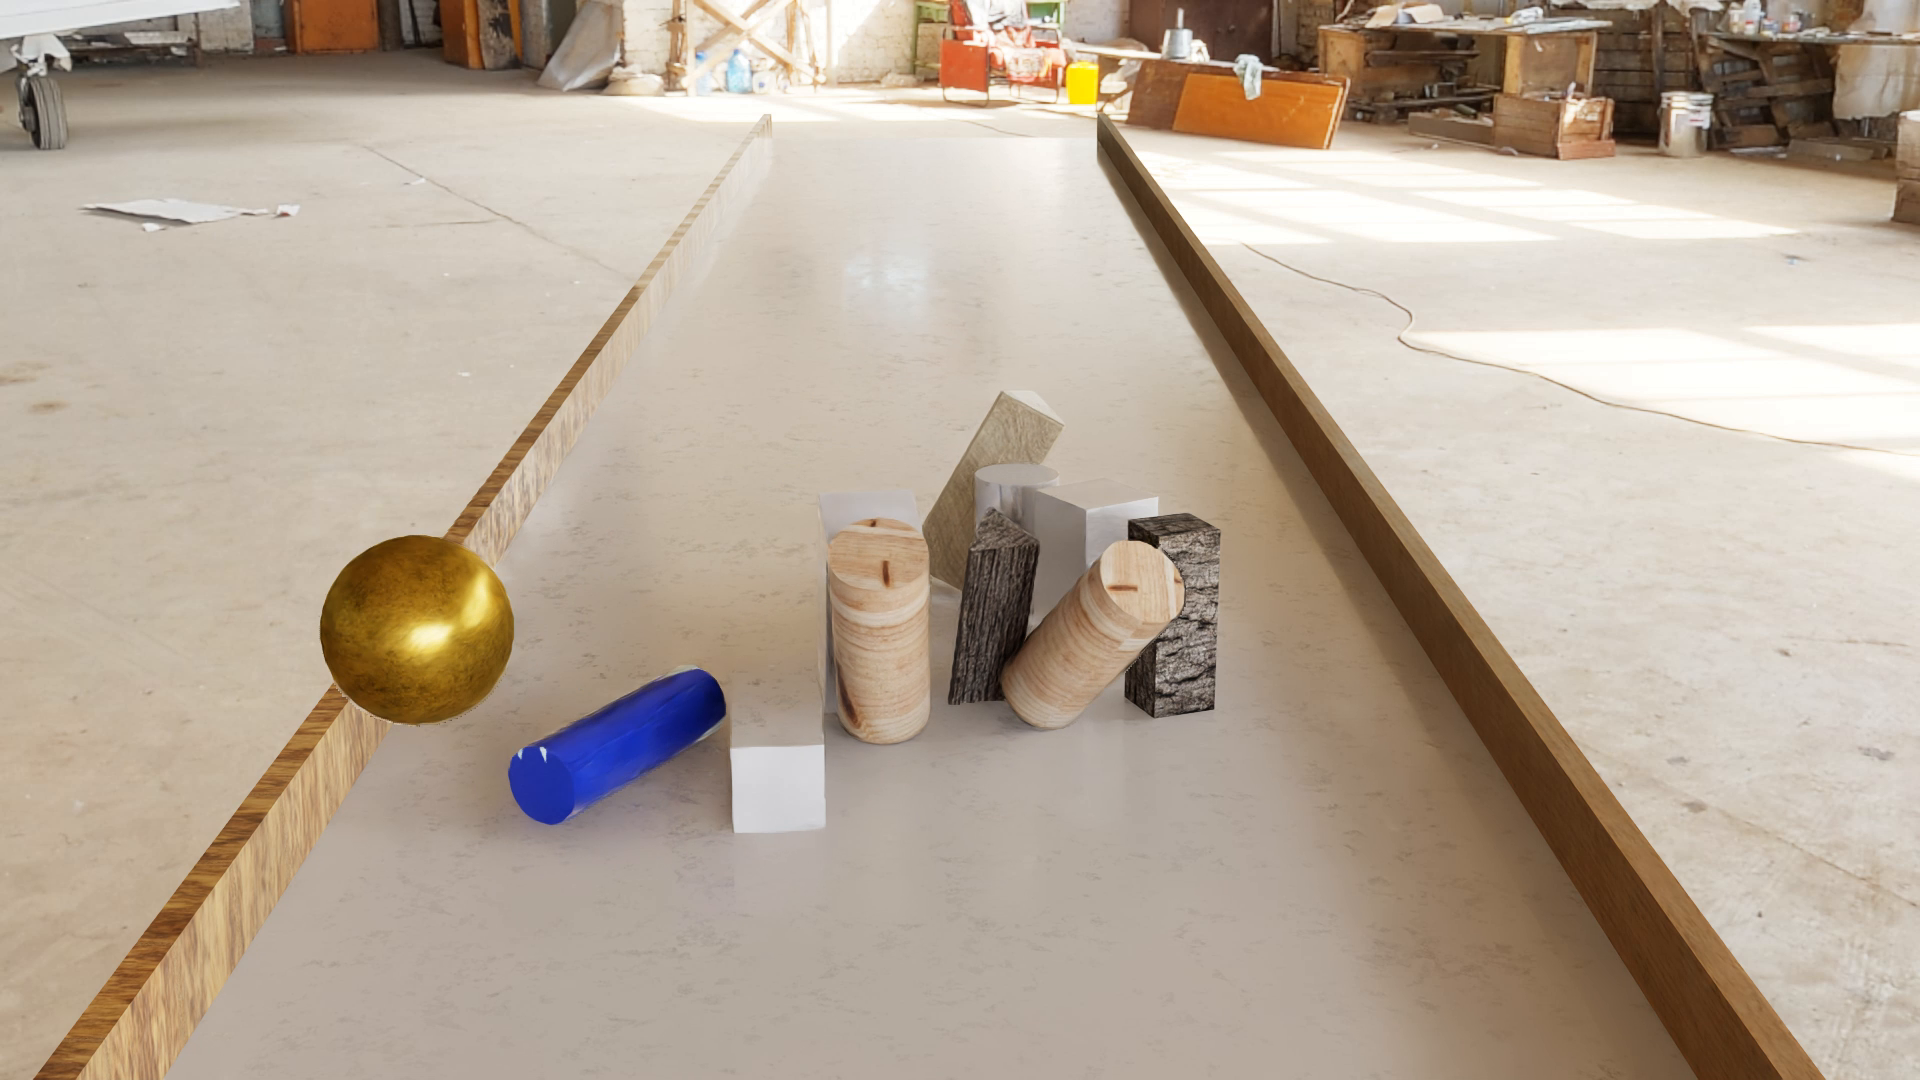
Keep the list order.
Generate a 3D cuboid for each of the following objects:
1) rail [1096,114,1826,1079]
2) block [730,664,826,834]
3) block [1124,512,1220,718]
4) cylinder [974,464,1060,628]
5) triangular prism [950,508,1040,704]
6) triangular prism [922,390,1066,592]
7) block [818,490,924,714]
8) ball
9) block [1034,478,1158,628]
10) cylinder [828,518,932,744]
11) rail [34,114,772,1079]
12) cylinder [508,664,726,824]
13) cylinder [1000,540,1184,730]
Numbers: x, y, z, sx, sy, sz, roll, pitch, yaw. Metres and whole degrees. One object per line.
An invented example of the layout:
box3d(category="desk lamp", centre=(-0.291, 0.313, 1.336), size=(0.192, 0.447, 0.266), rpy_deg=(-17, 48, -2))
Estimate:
box3d(category="rail", centre=(0.932, -0.844, 7.801), size=(0.050, 0.150, 12.000), rpy_deg=(0, 17, -1))
box3d(category="block", centre=(-0.314, 0.353, 3.776), size=(0.151, 0.151, 0.388), rpy_deg=(-1, 17, -5))
box3d(category="block", centre=(0.398, 0.141, 4.134), size=(0.127, 0.353, 0.127), rpy_deg=(-7, 18, -21))
box3d(category="cylinder", centre=(0.119, 0.011, 4.643), size=(0.177, 0.312, 0.177), rpy_deg=(0, 17, 0))
box3d(category="triangular prism", centre=(0.049, 0.122, 4.106), size=(0.132, 0.388, 0.114), rpy_deg=(-5, 42, -14))
box3d(category="triangular prism", centre=(0.052, -0.124, 4.822), size=(0.156, 0.440, 0.135), rpy_deg=(28, 18, -9))
box3d(category="block", centre=(-0.171, 0.115, 4.113), size=(0.175, 0.379, 0.175), rpy_deg=(-2, 33, -8))
box3d(category="ball", centre=(-0.909, 0.150, 3.687), size=(0.317, 0.317, 0.317), rpy_deg=(0, 17, 0))
box3d(category="block", centre=(0.270, 0.069, 4.406), size=(0.174, 0.336, 0.174), rpy_deg=(-10, 20, -31))
box3d(category="cylinder", centre=(-0.139, 0.166, 3.889), size=(0.172, 0.413, 0.172), rpy_deg=(0, 46, 0))
box3d(category="rail", centre=(-1.118, -0.838, 7.780), size=(0.050, 0.150, 12.000), rpy_deg=(0, 17, -1))
box3d(category="cylinder", centre=(-0.587, 0.348, 3.814), size=(0.137, 0.137, 0.443), rpy_deg=(9, 19, 26))
box3d(category="cylinder", centre=(0.233, 0.174, 3.942), size=(0.167, 0.394, 0.167), rpy_deg=(15, 52, -20))
